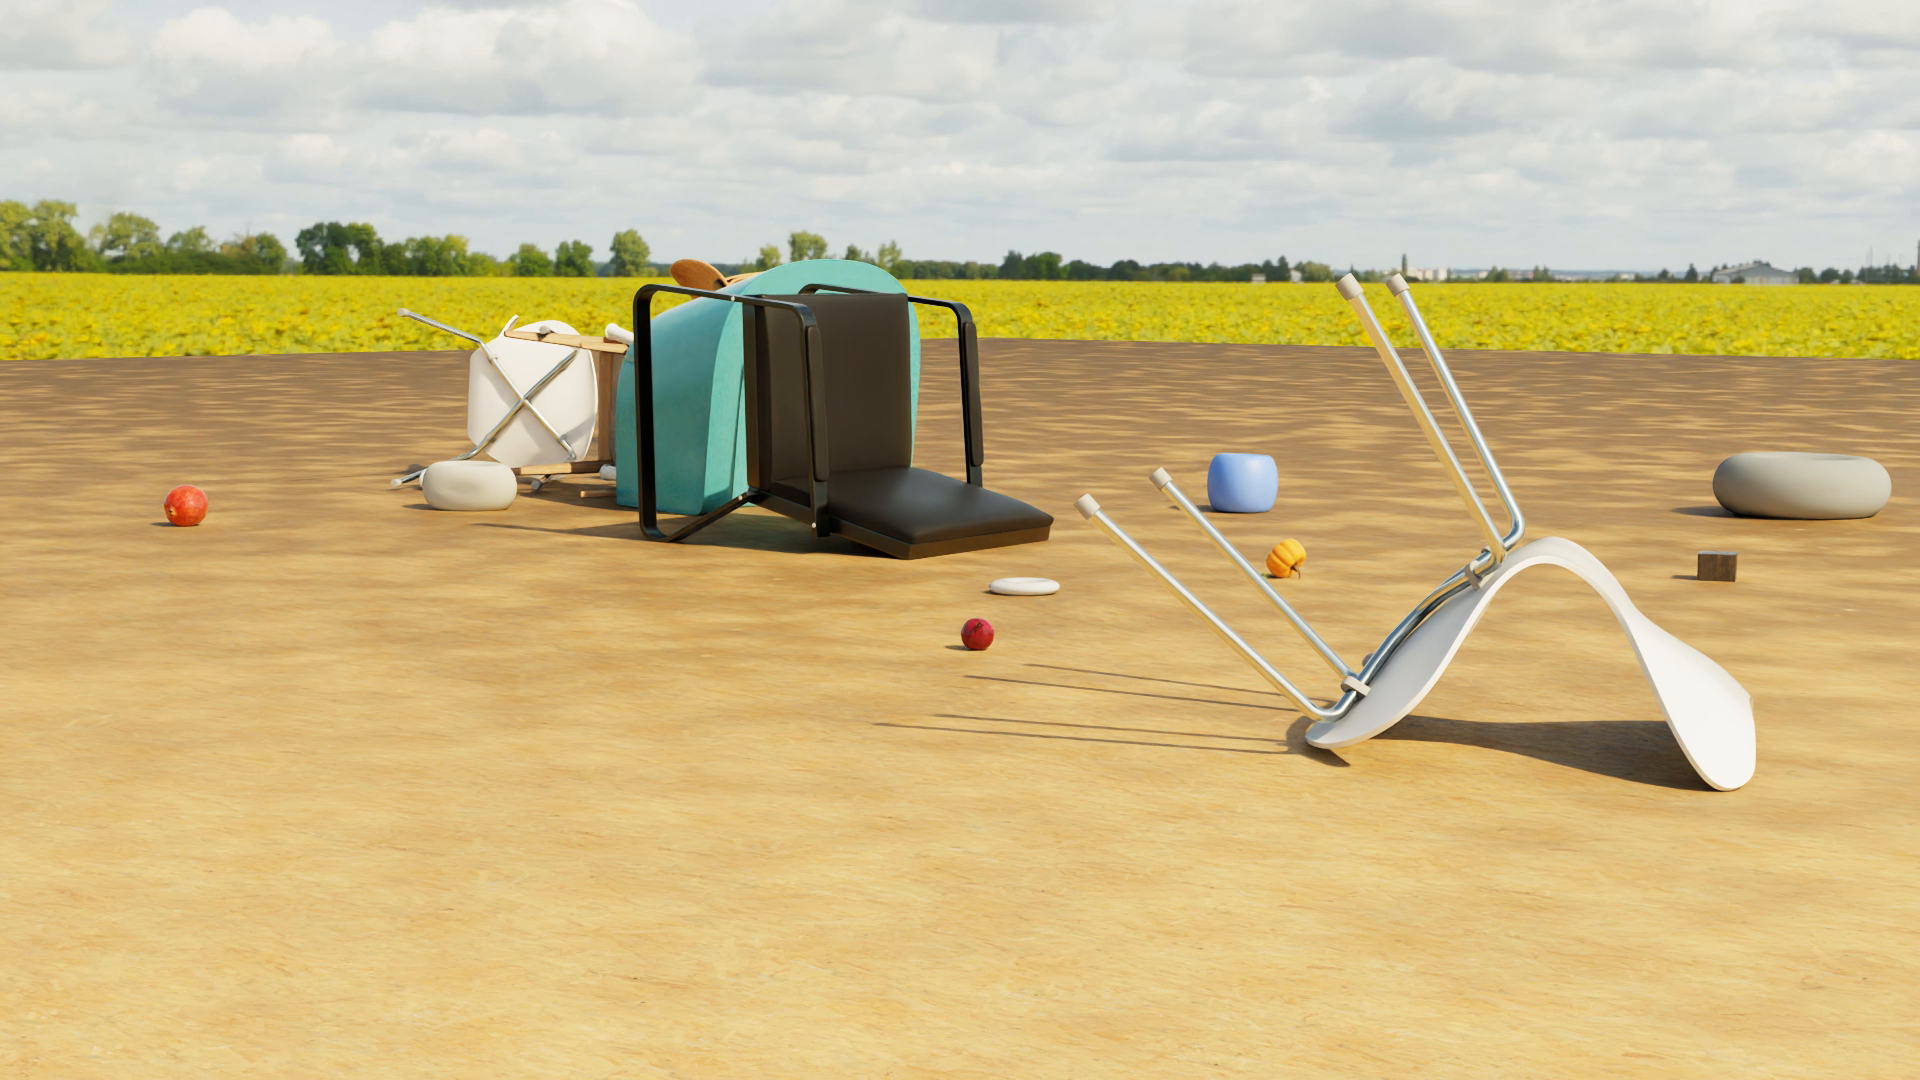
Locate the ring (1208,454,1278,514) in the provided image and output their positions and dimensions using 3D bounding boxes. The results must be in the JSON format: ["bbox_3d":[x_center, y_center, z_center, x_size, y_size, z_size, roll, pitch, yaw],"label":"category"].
[{"bbox_3d":[0.793,-0.160,7.200,0.198,0.161,0.221,2,4,4],"label":"ring"}]

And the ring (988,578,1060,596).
[{"bbox_3d":[0.134,0.097,5.339,0.149,0.028,0.120,1,7,12],"label":"ring"}]

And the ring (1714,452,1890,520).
[{"bbox_3d":[2.323,-0.150,7.084,0.484,0.165,0.405,0,7,-8],"label":"ring"}]

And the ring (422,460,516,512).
[{"bbox_3d":[-1.389,-0.152,7.262,0.281,0.130,0.201,3,9,18],"label":"ring"}]

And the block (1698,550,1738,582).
[{"bbox_3d":[1.647,0.057,5.578,0.079,0.058,0.075,2,6,19],"label":"block"}]
